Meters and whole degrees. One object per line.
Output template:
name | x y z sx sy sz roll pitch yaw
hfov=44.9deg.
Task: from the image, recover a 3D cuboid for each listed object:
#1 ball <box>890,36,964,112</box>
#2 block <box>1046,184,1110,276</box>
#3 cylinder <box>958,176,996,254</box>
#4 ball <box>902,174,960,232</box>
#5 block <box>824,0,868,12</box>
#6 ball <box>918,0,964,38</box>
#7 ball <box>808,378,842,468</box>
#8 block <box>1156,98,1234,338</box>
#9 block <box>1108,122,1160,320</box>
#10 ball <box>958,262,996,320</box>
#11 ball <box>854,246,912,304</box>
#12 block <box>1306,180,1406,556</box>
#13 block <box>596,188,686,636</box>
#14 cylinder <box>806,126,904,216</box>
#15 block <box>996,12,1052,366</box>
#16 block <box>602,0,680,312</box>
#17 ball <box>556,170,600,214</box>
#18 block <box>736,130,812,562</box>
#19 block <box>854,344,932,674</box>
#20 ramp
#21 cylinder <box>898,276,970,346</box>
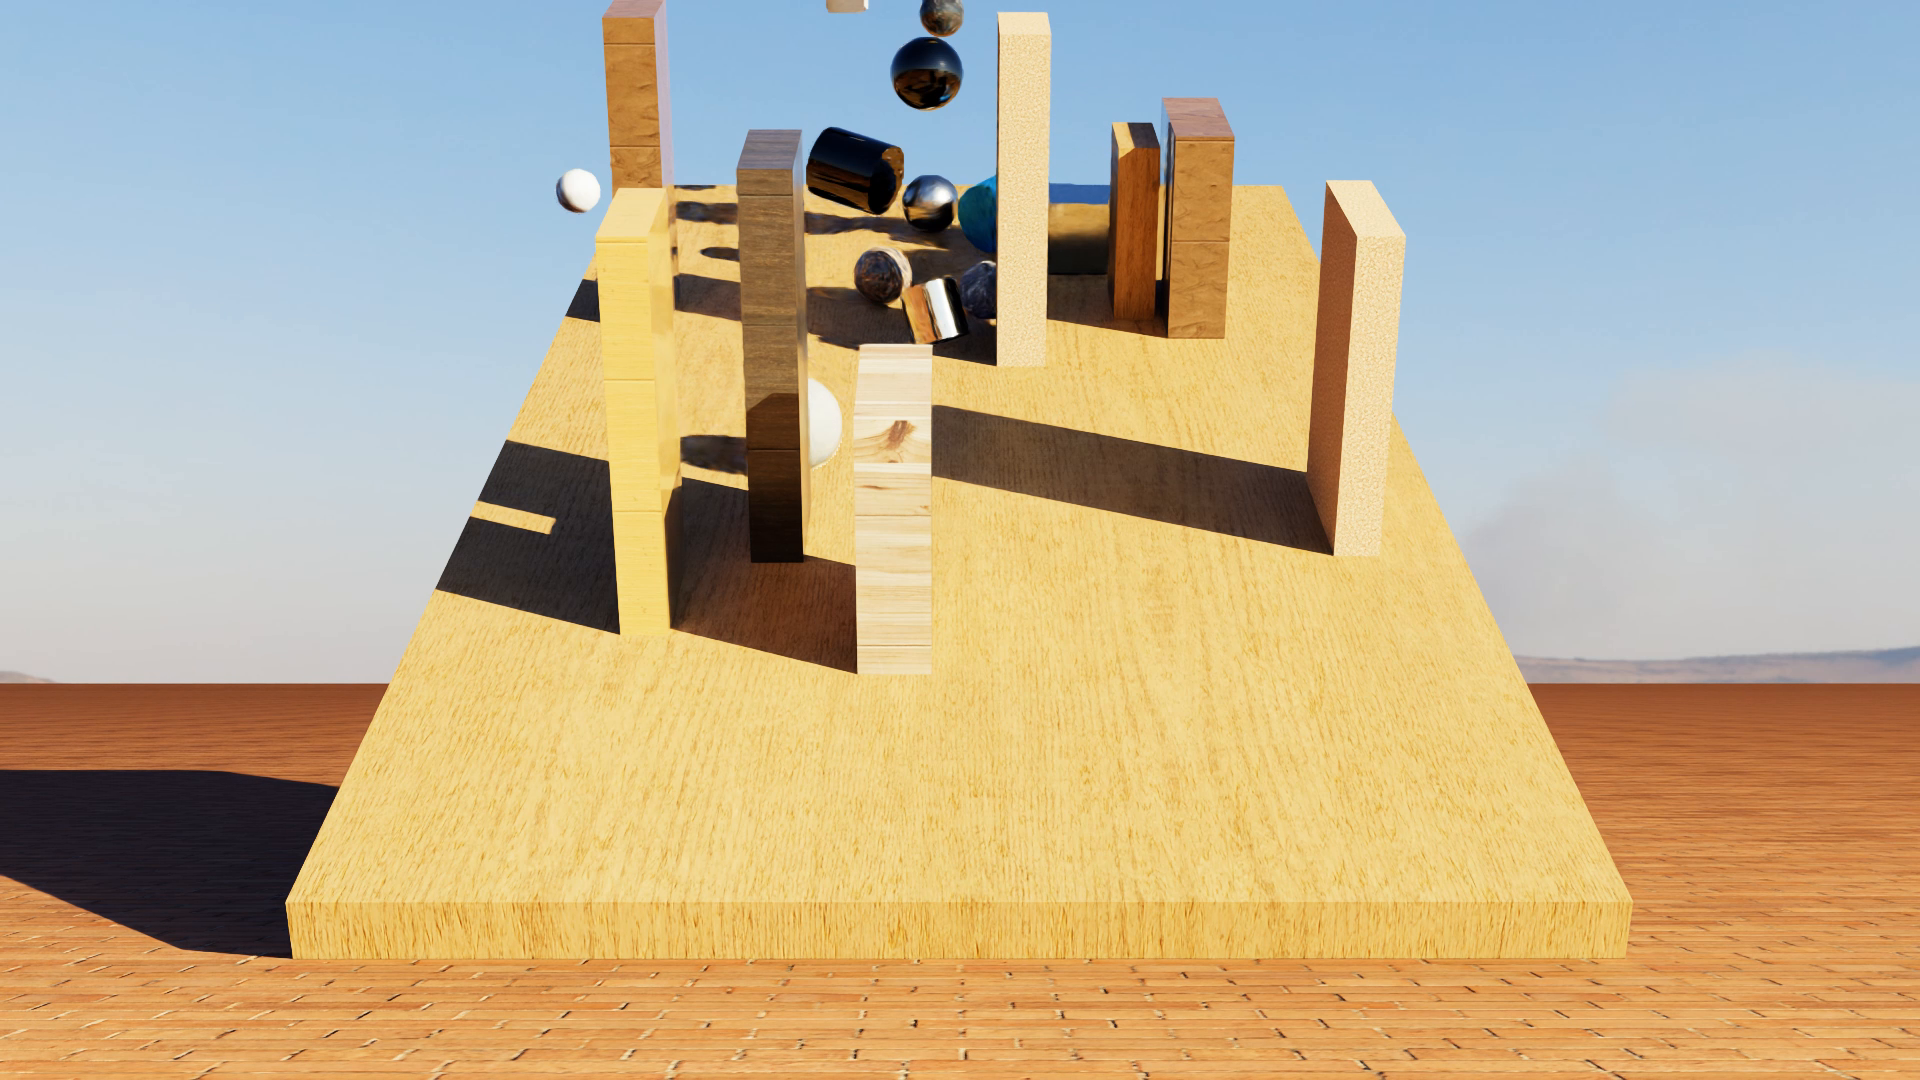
ball | -0.090 -1.267 6.320 0.200 0.200 0.200 0 -3 0
block | 0.332 -0.846 6.328 0.197 0.197 0.197 2 24 4
cylinder | 0.131 -0.923 6.484 0.195 0.195 0.195 -3 21 42
ball | -0.083 -0.959 6.619 0.164 0.164 0.164 0 -3 0
block | -0.331 -1.624 6.781 0.116 0.116 0.116 2 -34 12
ball | -0.051 -1.470 6.499 0.129 0.129 0.129 0 -3 0
ball | -0.353 -0.249 4.971 0.203 0.203 0.203 0 -3 0
block | 0.588 -0.818 5.877 0.142 0.512 0.408 0 24 0
block | 0.444 -0.819 5.961 0.103 0.446 0.265 0 24 0
ball | 0.069 -0.630 5.868 0.146 0.146 0.146 0 -3 0
ball | -0.200 -0.685 6.018 0.152 0.152 0.152 0 -3 0
block | 0.784 -0.347 4.642 0.090 0.653 0.395 0 24 0
block | -0.579 -0.233 4.253 0.088 0.756 0.308 0 24 0
cylinder | -0.296 -1.047 6.595 0.204 0.204 0.204 21 4 21
block | 0.148 -0.835 5.559 0.116 0.799 0.255 0 24 0
block | -0.795 -0.946 5.832 0.124 0.777 0.254 0 24 0
ball | -1.127 -1.030 6.862 0.129 0.129 0.129 0 -3 0
block | -0.358 -0.376 4.535 0.103 0.789 0.297 0 24 0
block | -0.116 -0.061 4.202 0.131 0.484 0.387 0 24 0
ramp | -0.008 -0.228 5.299 2.000 0.100 4.000 0 24 0
cylinder | -0.062 -0.551 5.647 0.141 0.141 0.141 -15 1 0
